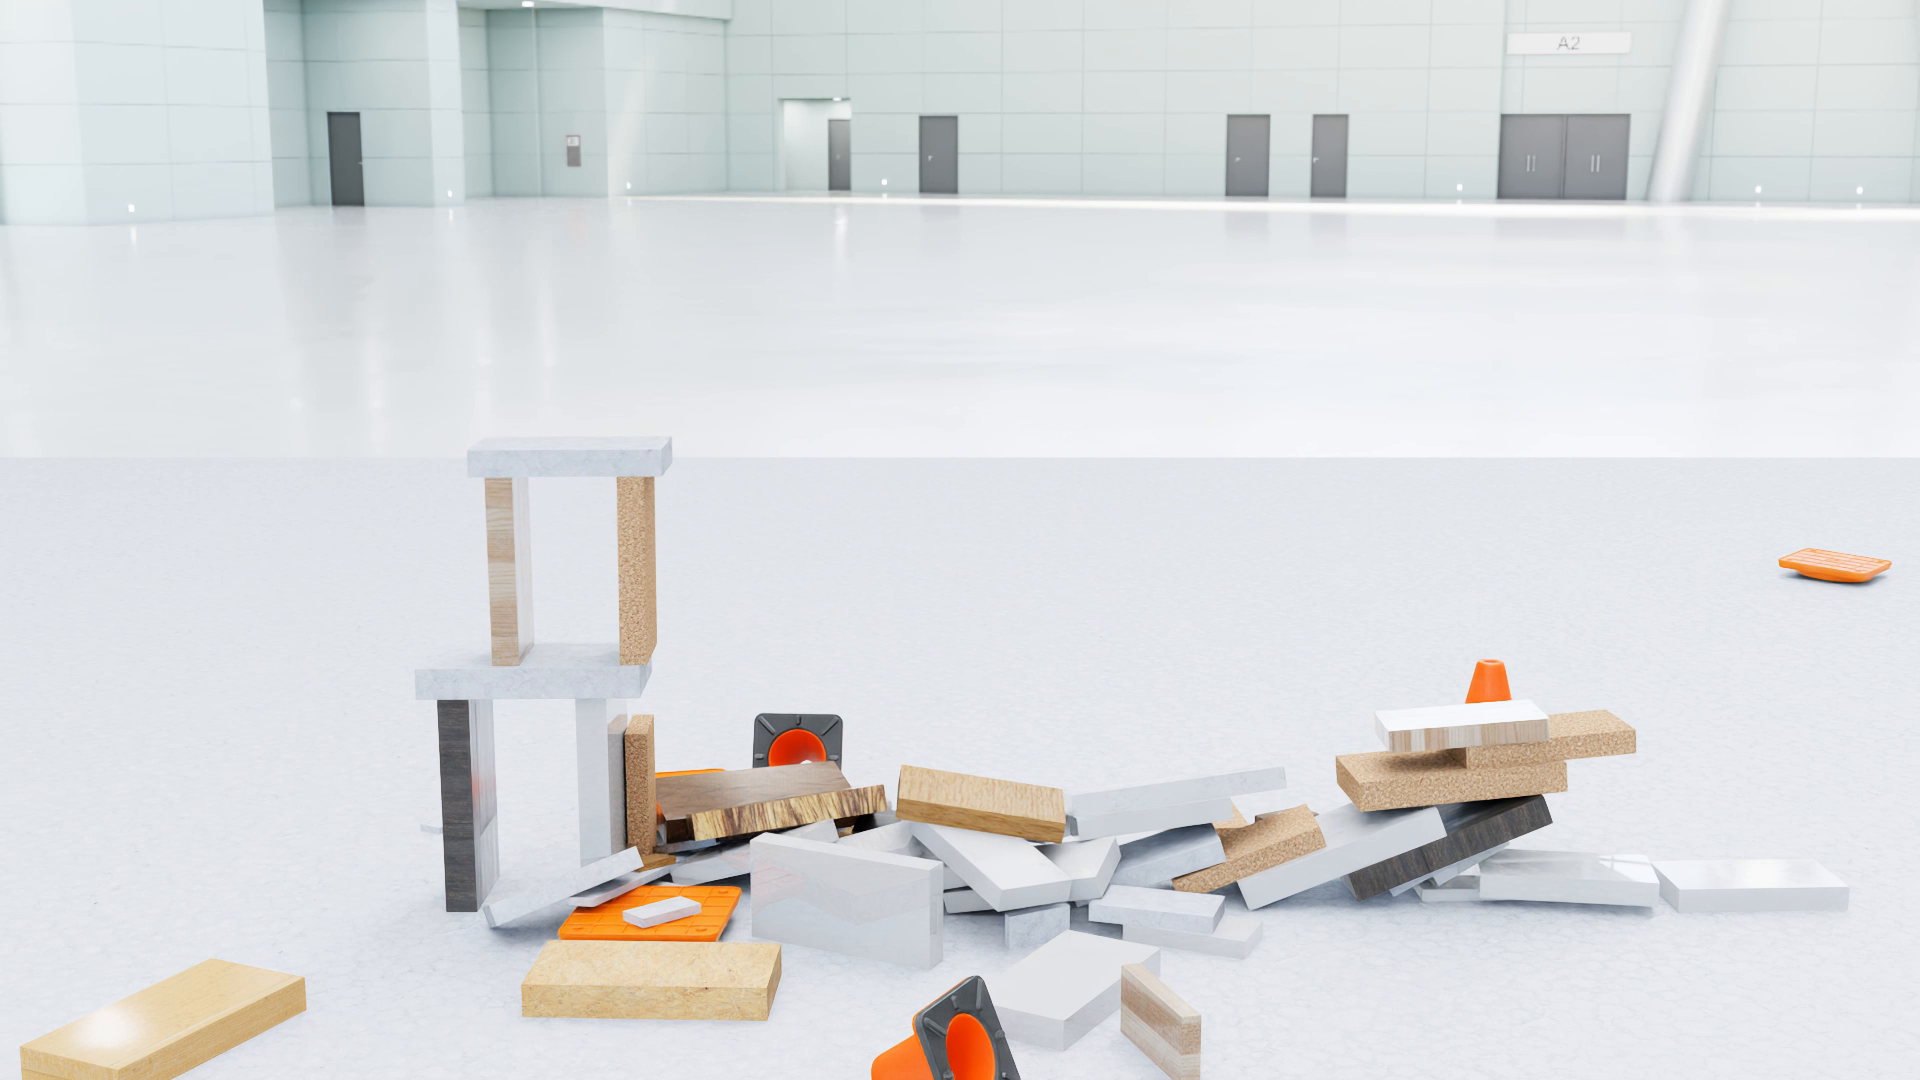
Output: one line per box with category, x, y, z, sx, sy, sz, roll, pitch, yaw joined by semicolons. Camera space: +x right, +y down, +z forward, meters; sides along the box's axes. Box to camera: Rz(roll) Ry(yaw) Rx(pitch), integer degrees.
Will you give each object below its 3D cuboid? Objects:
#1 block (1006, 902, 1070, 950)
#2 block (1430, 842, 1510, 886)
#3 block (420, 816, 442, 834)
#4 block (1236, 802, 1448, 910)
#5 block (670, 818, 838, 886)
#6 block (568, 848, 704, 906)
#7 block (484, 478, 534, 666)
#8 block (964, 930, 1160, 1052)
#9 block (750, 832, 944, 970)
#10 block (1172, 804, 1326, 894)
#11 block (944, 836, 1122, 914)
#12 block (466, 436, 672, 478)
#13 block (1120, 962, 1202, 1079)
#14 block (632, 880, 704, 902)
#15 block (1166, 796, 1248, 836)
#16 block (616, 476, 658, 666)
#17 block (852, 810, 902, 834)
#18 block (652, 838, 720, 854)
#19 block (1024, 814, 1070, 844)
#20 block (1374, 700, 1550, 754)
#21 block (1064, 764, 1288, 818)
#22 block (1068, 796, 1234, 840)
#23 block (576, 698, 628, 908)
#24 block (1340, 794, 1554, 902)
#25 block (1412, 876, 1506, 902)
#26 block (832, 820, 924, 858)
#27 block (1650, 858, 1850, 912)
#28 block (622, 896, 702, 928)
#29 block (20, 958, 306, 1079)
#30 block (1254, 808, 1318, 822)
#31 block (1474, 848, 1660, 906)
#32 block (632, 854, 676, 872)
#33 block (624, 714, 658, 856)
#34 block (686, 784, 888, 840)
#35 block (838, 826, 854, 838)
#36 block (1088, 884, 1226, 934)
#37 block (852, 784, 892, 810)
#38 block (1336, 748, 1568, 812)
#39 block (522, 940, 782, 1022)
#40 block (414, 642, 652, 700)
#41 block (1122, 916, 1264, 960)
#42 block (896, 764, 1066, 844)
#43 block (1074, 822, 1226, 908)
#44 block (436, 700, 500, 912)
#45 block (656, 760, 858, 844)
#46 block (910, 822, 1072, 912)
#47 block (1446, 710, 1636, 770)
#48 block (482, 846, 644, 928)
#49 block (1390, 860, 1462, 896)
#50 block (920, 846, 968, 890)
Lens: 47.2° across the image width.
block;0.122;0.605;3.442;0.108;0.054;0.015;-6;12;-28
block;0.842;0.525;3.672;0.140;0.020;0.070;-29;10;-3
block;-0.939;0.517;4.025;0.045;0.013;0.090;6;12;28
block;0.621;0.505;3.658;0.343;0.049;0.171;-21;10;3
block;-0.345;0.526;3.689;0.257;0.036;0.129;-16;2;28
block;-0.528;0.555;3.641;0.045;0.013;0.429;0;3;18
block;-0.730;0.038;3.571;0.043;0.306;0.153;0;11;-1
block;0.154;0.653;3.209;0.158;0.045;0.317;6;12;29
block;-0.177;0.558;3.409;0.317;0.158;0.045;5;12;26
block;0.472;0.519;3.656;0.257;0.036;0.128;-21;10;3
block;0.117;0.545;3.578;0.266;0.038;0.133;-10;18;22
block;-0.625;-0.135;3.542;0.306;0.043;0.153;0;11;-1
block;0.273;0.662;3.011;0.028;0.099;0.198;-4;11;-20
block;-0.484;0.586;3.648;0.109;0.015;0.054;5;12;26
block;0.439;0.505;4.026;0.130;0.037;0.261;-1;11;-5
block;-0.525;0.037;3.576;0.043;0.306;0.153;0;11;-2
block;-0.058;0.507;3.822;0.244;0.035;0.122;1;11;6
block;-0.472;0.526;3.791;0.109;0.015;0.054;-10;-5;-1
block;0.047;0.475;3.737;0.260;0.037;0.130;5;1;23
block;0.828;0.307;3.636;0.261;0.037;0.130;-5;10;1
block;0.357;0.420;3.696;0.360;0.037;0.131;-7;-3;-5
block;0.316;0.461;3.664;0.256;0.036;0.128;-7;-3;-4
block;-0.592;0.410;3.660;0.051;0.357;0.179;0;11;2
block;0.793;0.489;3.660;0.343;0.049;0.171;-22;10;0
block;0.833;0.580;3.668;0.139;0.020;0.070;0;11;-2
block;-0.185;0.527;3.629;0.257;0.036;0.129;-17;11;16
block;1.307;0.573;3.651;0.282;0.040;0.141;0;11;-3
block;-0.463;0.579;3.421;0.109;0.015;0.054;-8;11;-42
block;-1.100;0.678;3.059;0.176;0.050;0.353;5;12;25
block;0.602;0.512;4.045;0.108;0.015;0.054;-6;12;-30
block;0.999;0.556;3.637;0.282;0.040;0.141;2;11;9
block;-0.523;0.541;3.683;0.045;0.013;0.090;1;3;33
block;-0.546;0.440;3.770;0.036;0.257;0.129;0;11;-2
block;-0.299;0.466;3.771;0.327;0.045;0.158;-8;-5;-12
block;-0.074;0.537;3.854;0.260;0.037;0.130;6;12;29
block;0.312;0.583;3.478;0.198;0.028;0.099;3;11;17
block;-0.262;0.500;4.060;0.244;0.035;0.122;-6;12;-28
block;0.814;0.388;3.660;0.343;0.049;0.171;-5;10;-2
block;-0.449;0.646;3.232;0.353;0.050;0.176;0;11;2
block;-0.694;0.213;3.602;0.357;0.051;0.179;0;11;-2
block;0.366;0.615;3.459;0.198;0.028;0.099;5;11;23
block;0.034;0.431;3.595;0.271;0.037;0.130;9;18;-3
block;0.307;0.535;3.658;0.257;0.036;0.128;-17;10;2
block;-0.811;0.414;3.636;0.051;0.357;0.179;0;11;0
block;-0.373;0.472;3.957;0.353;0.050;0.176;-4;20;-19
block;0.047;0.503;3.507;0.133;0.038;0.266;-3;22;-33
block;0.962;0.331;3.659;0.282;0.040;0.141;-5;10;-2
block;-0.632;0.552;3.496;0.244;0.035;0.122;-20;-4;-20
block;0.772;0.543;3.666;0.140;0.020;0.070;-28;10;2
block;-0.074;0.540;3.626;0.266;0.038;0.133;-11;13;16
